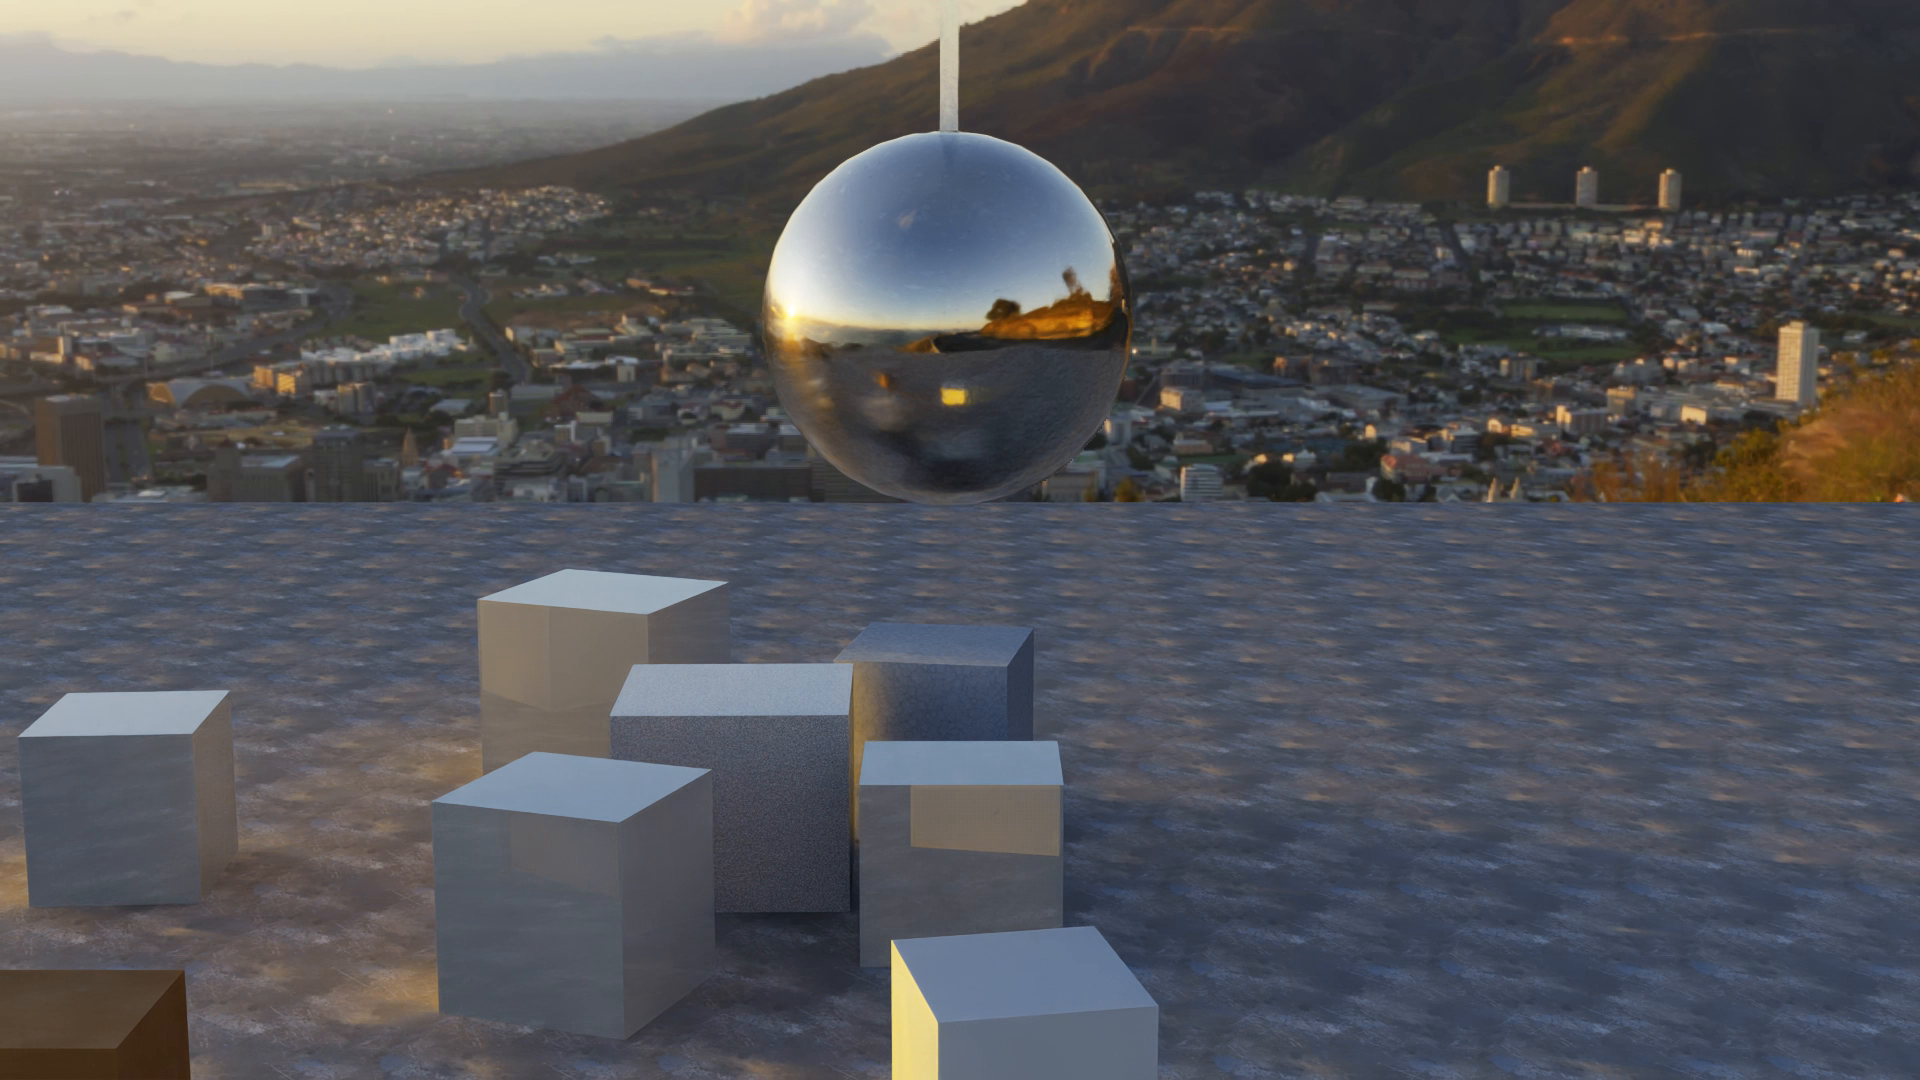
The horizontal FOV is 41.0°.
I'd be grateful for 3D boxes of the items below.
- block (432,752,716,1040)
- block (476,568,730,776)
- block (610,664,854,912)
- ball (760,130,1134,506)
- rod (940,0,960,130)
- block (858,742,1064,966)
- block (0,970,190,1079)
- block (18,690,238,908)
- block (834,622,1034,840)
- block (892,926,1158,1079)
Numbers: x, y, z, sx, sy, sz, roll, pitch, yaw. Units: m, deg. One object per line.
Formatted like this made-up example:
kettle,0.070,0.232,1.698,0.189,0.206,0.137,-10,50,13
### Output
block,-1.469,1.343,9.854,0.787,0.831,0.768,4,11,20
block,-1.786,0.717,12.997,0.957,0.939,0.861,4,11,22
block,-0.975,1.071,11.273,0.999,0.859,0.956,0,10,-1
ball,-0.055,-0.947,11.008,1.600,1.600,1.600,0,10,0
rod,-0.024,-4.292,10.400,0.080,5.200,0.080,1,10,0
block,0.005,1.271,10.484,0.806,0.748,0.677,0,10,0
block,-2.852,1.769,7.968,0.722,0.667,0.678,0,10,0
block,-3.640,1.124,11.288,0.721,0.749,0.781,-1,10,-4
block,-0.111,0.908,12.193,0.804,0.852,0.843,2,10,10
block,0.193,1.712,8.269,0.694,0.673,0.771,-2,11,-12
